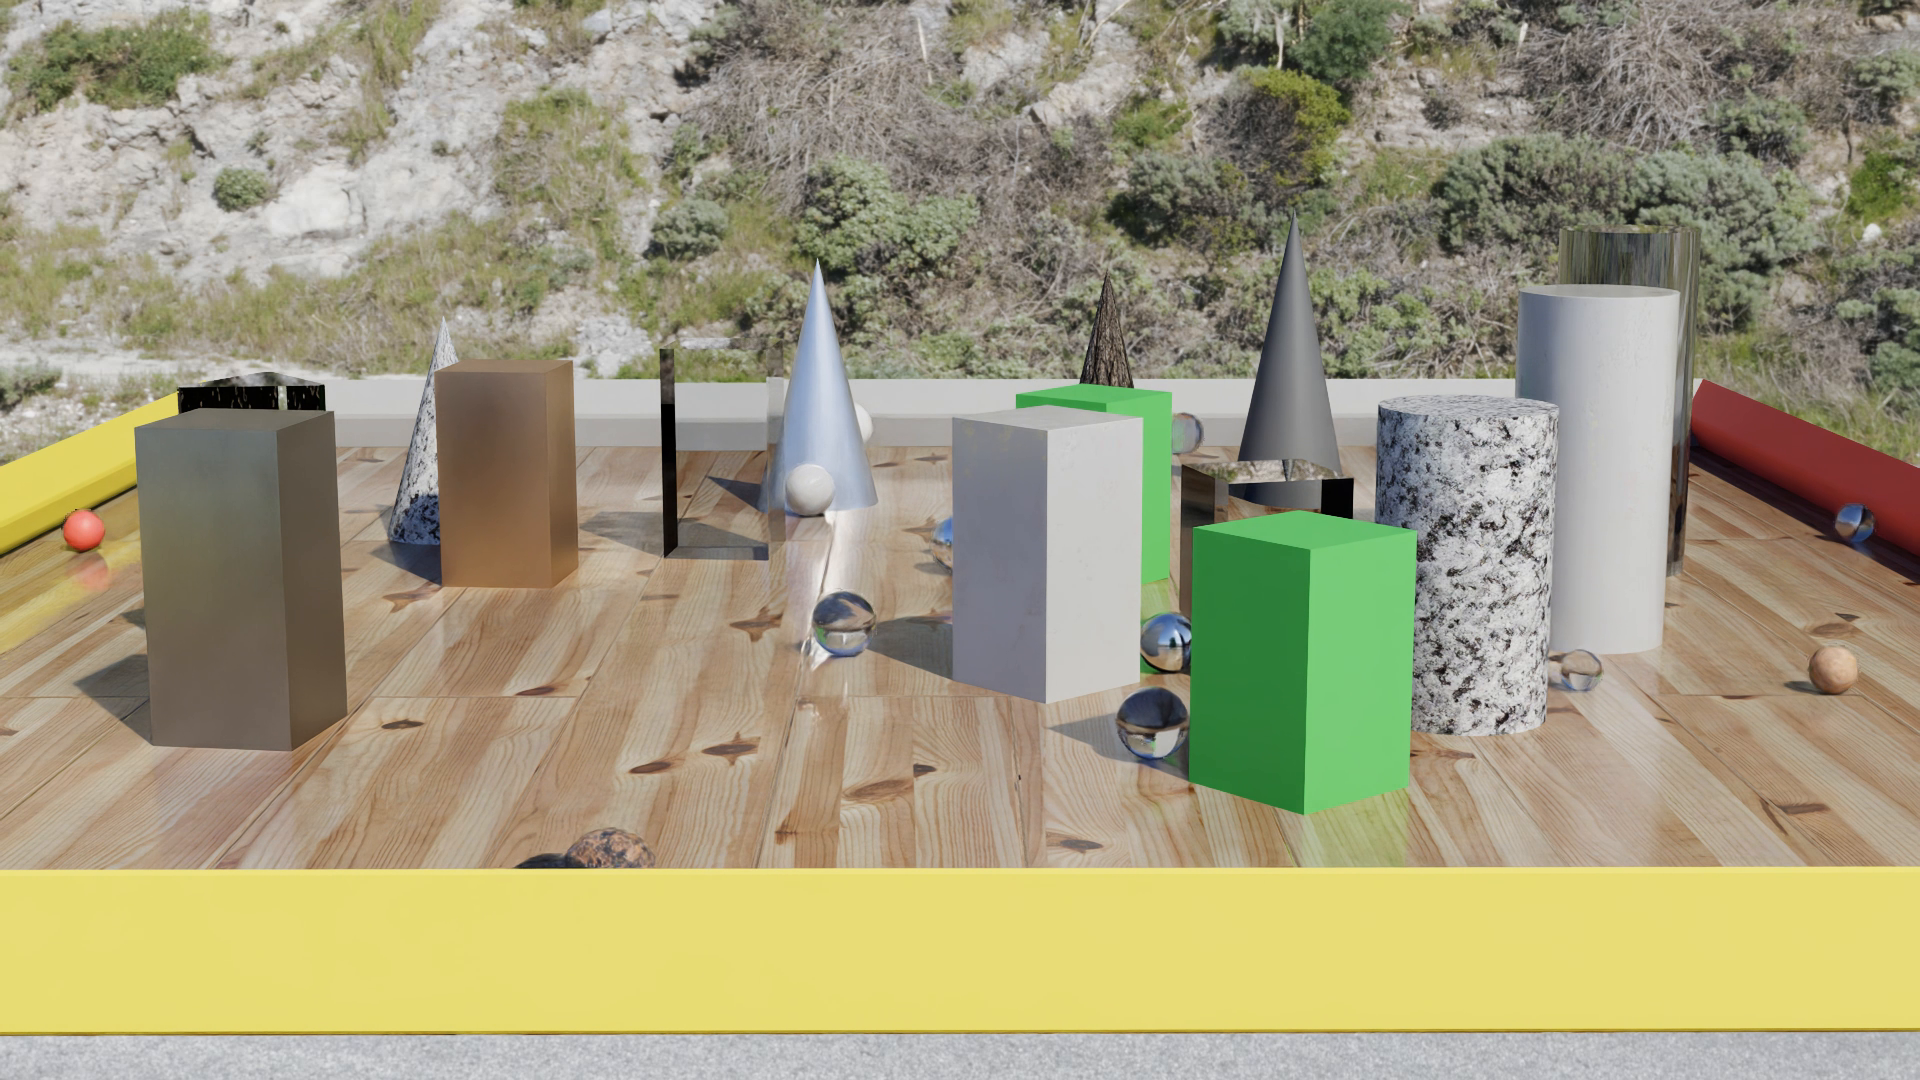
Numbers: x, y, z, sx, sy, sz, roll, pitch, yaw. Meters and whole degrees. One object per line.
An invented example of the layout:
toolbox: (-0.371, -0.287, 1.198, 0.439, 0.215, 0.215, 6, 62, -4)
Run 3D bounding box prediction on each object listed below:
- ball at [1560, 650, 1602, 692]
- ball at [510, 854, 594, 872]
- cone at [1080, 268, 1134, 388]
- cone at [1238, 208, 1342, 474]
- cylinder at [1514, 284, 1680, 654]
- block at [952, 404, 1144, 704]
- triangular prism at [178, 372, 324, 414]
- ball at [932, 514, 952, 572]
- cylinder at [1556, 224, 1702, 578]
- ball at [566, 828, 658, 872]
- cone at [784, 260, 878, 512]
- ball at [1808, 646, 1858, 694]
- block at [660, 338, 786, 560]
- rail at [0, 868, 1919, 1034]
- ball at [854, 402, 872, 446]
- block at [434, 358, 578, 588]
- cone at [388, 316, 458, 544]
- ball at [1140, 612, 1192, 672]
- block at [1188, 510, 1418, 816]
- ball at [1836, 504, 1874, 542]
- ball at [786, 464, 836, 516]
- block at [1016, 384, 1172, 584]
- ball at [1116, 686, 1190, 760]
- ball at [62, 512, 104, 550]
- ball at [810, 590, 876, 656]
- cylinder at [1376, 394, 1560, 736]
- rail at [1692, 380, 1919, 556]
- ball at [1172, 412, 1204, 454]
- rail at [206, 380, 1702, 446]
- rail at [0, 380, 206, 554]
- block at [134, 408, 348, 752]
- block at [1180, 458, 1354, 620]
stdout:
ball: (0.731, 0.154, 3.021, 0.049, 0.049, 0.049, 0, 10, 0)
ball: (-0.335, 0.302, 2.104, 0.091, 0.091, 0.091, 0, 10, 0)
cone: (0.224, -0.207, 3.939, 0.198, 0.424, 0.198, 0, 10, 0)
cone: (0.566, -0.322, 4.381, 0.198, 0.490, 0.198, 0, 10, 0)
cylinder: (0.804, -0.094, 3.270, 0.198, 0.446, 0.198, 0, 10, 0)
block: (0.103, 0.012, 3.044, 0.158, 0.319, 0.158, -10, 14, -42)
triangular prism: (-0.870, -0.032, 3.217, 0.172, 0.343, 0.149, -1, 11, -7)
ball: (0.003, 0.004, 3.722, 0.088, 0.088, 0.088, 0, 10, 0)
cylinder: (0.963, -0.204, 3.733, 0.198, 0.494, 0.198, 0, 10, 0)
ball: (-0.300, 0.289, 2.194, 0.085, 0.085, 0.085, 0, 10, 0)
cone: (-0.237, -0.267, 4.299, 0.198, 0.412, 0.198, 0, 10, 0)
ball: (1.024, 0.152, 3.010, 0.056, 0.056, 0.056, 0, 10, 0)
block: (-0.356, -0.140, 3.877, 0.158, 0.315, 0.158, 1, 11, 5)
rail: (0.009, 0.308, 1.965, 2.891, 0.129, 0.045, 0, 10, 0)
ball: (-0.215, -0.213, 4.865, 0.099, 0.099, 0.099, 0, 10, 0)
block: (-0.647, -0.097, 3.673, 0.158, 0.306, 0.158, 1, 11, 5)
cone: (-0.802, -0.180, 4.013, 0.198, 0.345, 0.198, 0, 10, 0)
ball: (0.253, 0.124, 3.114, 0.075, 0.075, 0.075, 0, 10, 0)
block: (0.347, 0.120, 2.609, 0.158, 0.266, 0.158, -9, 14, -40)
ball: (1.384, -0.026, 3.966, 0.058, 0.058, 0.058, 0, 10, 0)
ball: (-0.247, -0.082, 4.194, 0.086, 0.086, 0.086, 0, 10, 0)
block: (0.190, -0.076, 3.662, 0.158, 0.268, 0.158, 8, 13, 38)
ball: (0.204, 0.194, 2.725, 0.077, 0.077, 0.077, 0, 10, 0)
ball: (-1.330, -0.013, 3.894, 0.060, 0.060, 0.060, 0, 10, 0)
ball: (-0.146, 0.104, 3.204, 0.081, 0.081, 0.081, 0, 10, 0)
cylinder: (0.566, 0.024, 2.887, 0.198, 0.353, 0.198, 0, 10, 0)
rail: (1.422, 0.032, 3.457, 0.045, 0.129, 3.066, 0, 10, 0)
ball: (0.423, -0.204, 4.875, 0.078, 0.078, 0.078, 0, 10, 0)
rail: (-0.009, -0.242, 4.933, 2.891, 0.129, 0.045, 0, 10, 0)
rail: (-1.422, 0.035, 3.441, 0.045, 0.129, 3.066, 0, 10, 0)
block: (-0.785, 0.040, 2.815, 0.158, 0.348, 0.158, 2, 11, 8)
block: (0.369, 0.037, 3.117, 0.158, 0.244, 0.158, -3, 11, -15)
